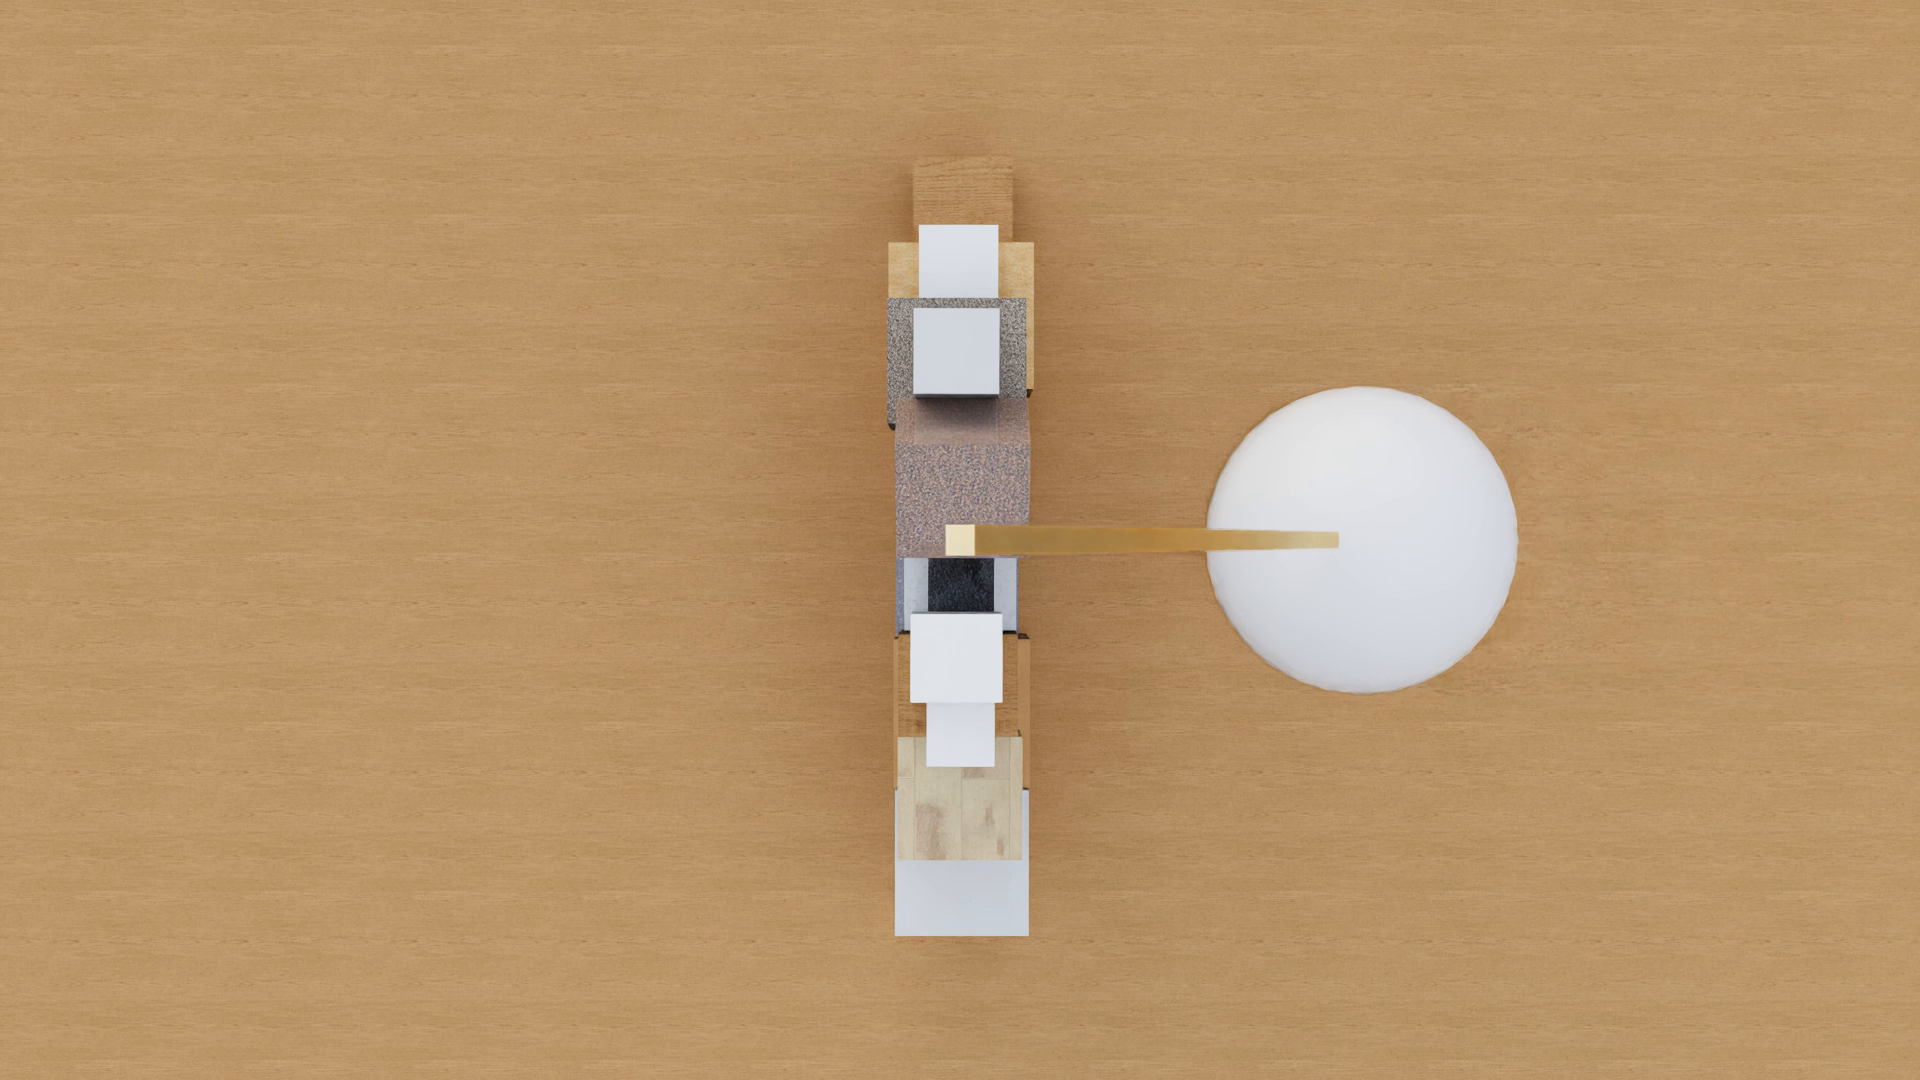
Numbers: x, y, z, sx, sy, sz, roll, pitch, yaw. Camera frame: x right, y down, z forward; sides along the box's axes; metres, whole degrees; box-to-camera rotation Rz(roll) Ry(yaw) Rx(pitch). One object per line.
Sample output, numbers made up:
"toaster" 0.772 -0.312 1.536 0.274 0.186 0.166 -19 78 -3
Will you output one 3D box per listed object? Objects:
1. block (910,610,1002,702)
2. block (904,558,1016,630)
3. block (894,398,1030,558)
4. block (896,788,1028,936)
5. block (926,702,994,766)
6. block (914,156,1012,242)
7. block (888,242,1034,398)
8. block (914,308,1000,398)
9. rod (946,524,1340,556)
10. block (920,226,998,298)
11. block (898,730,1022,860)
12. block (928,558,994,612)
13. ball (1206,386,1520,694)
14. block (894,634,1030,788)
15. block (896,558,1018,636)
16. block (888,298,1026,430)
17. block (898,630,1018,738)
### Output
"block" -0.018 0.593 11.273 0.459 0.513 0.441 0 90 0
"block" 0.001 0.181 12.047 0.600 0.502 0.610 0 90 0
"block" 0.013 -0.321 11.346 0.678 0.532 0.650 0 119 0
"block" 0.011 1.781 12.554 0.737 0.891 0.799 0 90 0
"block" 0.003 0.985 11.364 0.345 0.328 0.340 0 89 0
"block" 0.018 -1.923 12.758 0.566 0.484 0.515 0 90 0
"block" 0.007 -1.248 12.617 0.808 0.767 0.814 0 90 0
"block" -0.018 -0.949 11.265 0.430 0.451 0.428 0 90 0
"rod" 0.899 0.000 8.214 0.080 5.200 0.080 0 90 20
"block" -0.007 -1.482 12.012 0.424 0.444 0.413 0 90 0
"block" 0.000 1.361 11.816 0.653 0.586 0.645 0 89 0
"block" 0.006 0.177 11.634 0.345 0.326 0.391 0 90 0
"ball" 2.074 0.000 11.405 1.600 1.600 1.600 0 90 0
"block" 0.010 0.961 12.593 0.756 0.815 0.820 0 90 0
"block" -0.016 0.182 12.649 0.685 0.702 0.718 0 90 0
"block" -0.017 -0.938 11.862 0.728 0.743 0.658 0 90 0
"block" -0.011 0.765 11.858 0.627 0.656 0.538 0 90 0
